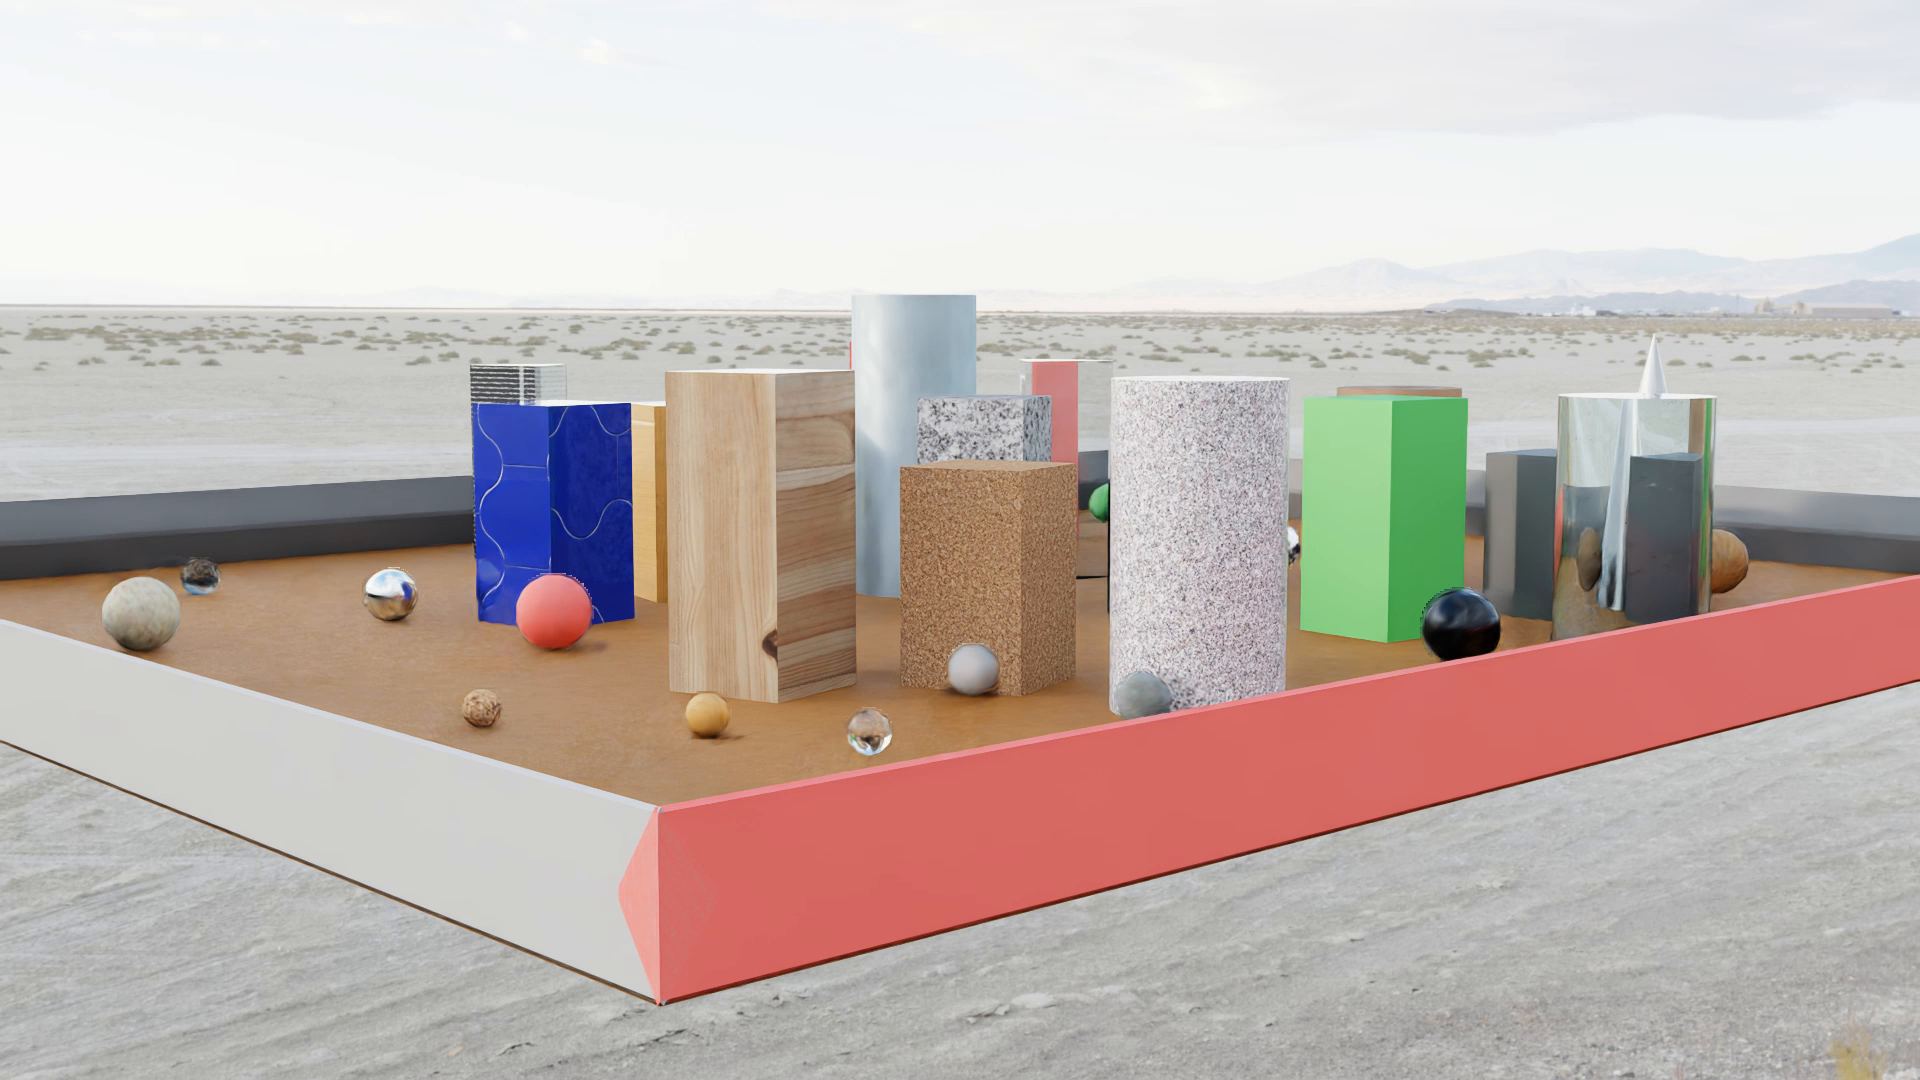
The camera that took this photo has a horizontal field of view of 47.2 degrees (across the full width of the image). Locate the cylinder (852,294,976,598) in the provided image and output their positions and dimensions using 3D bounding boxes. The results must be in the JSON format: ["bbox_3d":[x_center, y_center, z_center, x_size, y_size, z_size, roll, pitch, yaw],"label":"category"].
[{"bbox_3d":[-0.073,-0.153,3.489,0.197,0.469,0.197,0,6,0],"label":"cylinder"}]

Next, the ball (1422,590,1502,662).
[{"bbox_3d":[0.629,0.110,2.755,0.097,0.097,0.097,0,6,0],"label":"ball"}]

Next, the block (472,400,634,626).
[{"bbox_3d":[-0.583,-0.041,3.161,0.158,0.313,0.158,5,8,37],"label":"block"}]

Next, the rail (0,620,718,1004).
[{"bbox_3d":[-1.053,0.134,2.366,0.045,0.128,2.589,-5,8,-42],"label":"rail"}]

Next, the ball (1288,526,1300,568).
[{"bbox_3d":[0.542,0.011,3.772,0.082,0.082,0.082,0,6,0],"label":"ball"}]

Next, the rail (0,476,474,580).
[{"bbox_3d":[-0.862,-0.064,4.261,2.912,0.128,0.045,-5,8,-42],"label":"rail"}]

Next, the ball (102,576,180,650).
[{"bbox_3d":[-1.073,0.097,2.882,0.097,0.097,0.097,0,6,0],"label":"ball"}]

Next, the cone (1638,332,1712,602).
[{"bbox_3d":[1.065,-0.115,3.394,0.197,0.413,0.197,0,6,0],"label":"cone"}]

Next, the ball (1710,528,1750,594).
[{"bbox_3d":[1.113,0.032,3.242,0.096,0.096,0.096,0,6,0],"label":"ball"}]

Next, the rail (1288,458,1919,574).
[{"bbox_3d":[1.053,-0.068,4.298,0.045,0.128,2.589,-5,8,-42],"label":"rail"}]

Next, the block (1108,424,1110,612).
[{"bbox_3d":[0.325,-0.034,3.266,0.158,0.279,0.158,3,7,28],"label":"block"}]

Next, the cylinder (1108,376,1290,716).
[{"bbox_3d":[0.265,0.005,2.448,0.197,0.370,0.197,0,6,0],"label":"cylinder"}]

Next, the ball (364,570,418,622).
[{"bbox_3d":[-0.816,0.079,3.153,0.076,0.076,0.076,0,6,0],"label":"ball"}]

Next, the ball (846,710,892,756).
[{"bbox_3d":[-0.091,0.193,2.209,0.045,0.045,0.045,0,6,0],"label":"ball"}]

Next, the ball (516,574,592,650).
[{"bbox_3d":[-0.534,0.095,2.893,0.099,0.099,0.099,0,6,0],"label":"ball"}]

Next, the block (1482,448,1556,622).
[{"bbox_3d":[0.882,-0.009,3.228,0.158,0.237,0.158,-5,8,-41],"label":"block"}]

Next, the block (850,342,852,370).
[{"bbox_3d":[-0.125,-0.194,4.285,0.158,0.385,0.158,1,6,6],"label":"block"}]

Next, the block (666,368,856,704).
[{"bbox_3d":[-0.233,-0.012,2.588,0.158,0.374,0.158,4,7,32],"label":"block"}]

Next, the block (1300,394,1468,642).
[{"bbox_3d":[0.587,-0.035,3.048,0.158,0.325,0.158,-5,8,-38],"label":"block"}]

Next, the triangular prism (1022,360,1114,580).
[{"bbox_3d":[0.144,-0.121,3.691,0.171,0.362,0.148,-4,7,-32],"label":"triangular prism"}]

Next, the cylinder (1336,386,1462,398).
[{"bbox_3d":[0.706,-0.085,3.550,0.197,0.321,0.197,0,6,0],"label":"cylinder"}]

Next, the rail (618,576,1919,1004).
[{"bbox_3d":[0.862,0.130,2.403,2.912,0.128,0.045,-5,8,-42],"label":"rail"}]

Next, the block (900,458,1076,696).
[{"bbox_3d":[0.035,0.040,2.636,0.158,0.261,0.158,3,7,27],"label":"block"}]

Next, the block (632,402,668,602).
[{"bbox_3d":[-0.430,-0.065,3.450,0.158,0.300,0.158,-3,7,-27],"label":"block"}]

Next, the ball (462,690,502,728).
[{"bbox_3d":[-0.512,0.180,2.353,0.041,0.041,0.041,0,6,0],"label":"ball"}]

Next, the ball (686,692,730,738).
[{"bbox_3d":[-0.264,0.183,2.301,0.046,0.046,0.046,0,6,0],"label":"ball"}]

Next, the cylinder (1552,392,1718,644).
[{"bbox_3d":[0.875,-0.020,2.860,0.197,0.335,0.197,0,6,0],"label":"cylinder"}]

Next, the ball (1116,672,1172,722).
[{"bbox_3d":[0.197,0.172,2.352,0.059,0.059,0.059,0,6,0],"label":"ball"}]

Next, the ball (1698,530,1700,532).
[{"bbox_3d":[1.143,0.012,3.520,0.095,0.095,0.095,0,6,0],"label":"ball"}]

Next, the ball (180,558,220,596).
[{"bbox_3d":[-1.187,0.059,3.437,0.058,0.058,0.058,0,6,0],"label":"ball"}]

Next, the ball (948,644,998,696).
[{"bbox_3d":[0.015,0.150,2.536,0.059,0.059,0.059,0,6,0],"label":"ball"}]

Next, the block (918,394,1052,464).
[{"bbox_3d":[0.037,-0.051,3.234,0.158,0.318,0.158,2,6,17],"label":"block"}]

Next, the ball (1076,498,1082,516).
[{"bbox_3d":[0.241,-0.071,4.732,0.047,0.047,0.047,0,6,0],"label":"ball"}]

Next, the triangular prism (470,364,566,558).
[{"bbox_3d":[-0.761,-0.141,3.951,0.171,0.348,0.148,4,7,35],"label":"triangular prism"}]
